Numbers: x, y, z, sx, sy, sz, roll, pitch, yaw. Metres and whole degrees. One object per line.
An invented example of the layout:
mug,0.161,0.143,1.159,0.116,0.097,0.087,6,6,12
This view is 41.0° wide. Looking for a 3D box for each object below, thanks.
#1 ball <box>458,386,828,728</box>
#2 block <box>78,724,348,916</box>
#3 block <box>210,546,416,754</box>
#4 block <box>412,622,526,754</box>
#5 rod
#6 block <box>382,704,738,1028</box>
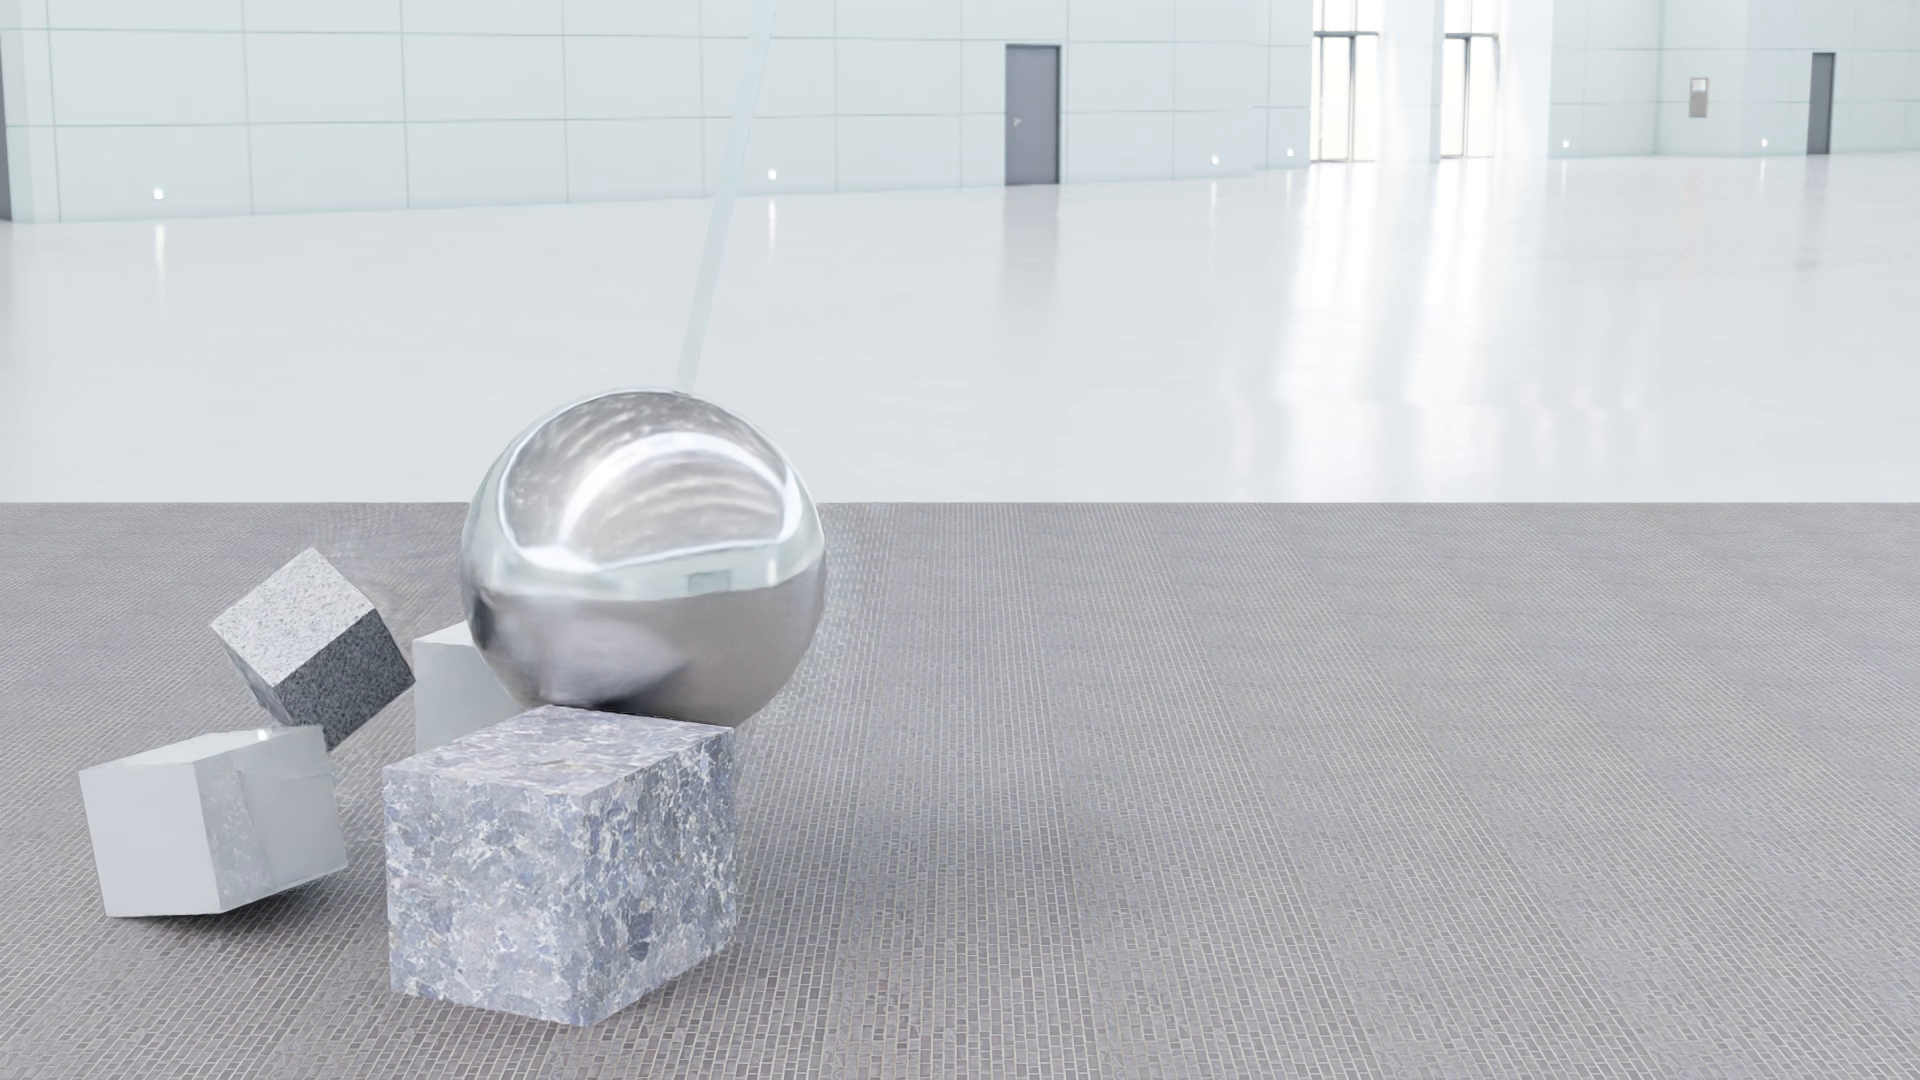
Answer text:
ball,-1.379,0.126,11.203,1.600,1.600,1.600,0,10,0
block,-3.169,1.189,10.912,0.707,0.632,0.719,-7,5,32
block,-2.842,0.501,11.303,0.553,0.605,0.490,-41,59,-19
block,-2.067,0.858,12.443,0.820,0.860,0.799,4,11,20
rod,-0.597,-3.129,10.611,0.080,5.200,0.080,13,10,-2
block,-1.559,1.255,10.155,0.907,0.897,1.098,5,11,25
